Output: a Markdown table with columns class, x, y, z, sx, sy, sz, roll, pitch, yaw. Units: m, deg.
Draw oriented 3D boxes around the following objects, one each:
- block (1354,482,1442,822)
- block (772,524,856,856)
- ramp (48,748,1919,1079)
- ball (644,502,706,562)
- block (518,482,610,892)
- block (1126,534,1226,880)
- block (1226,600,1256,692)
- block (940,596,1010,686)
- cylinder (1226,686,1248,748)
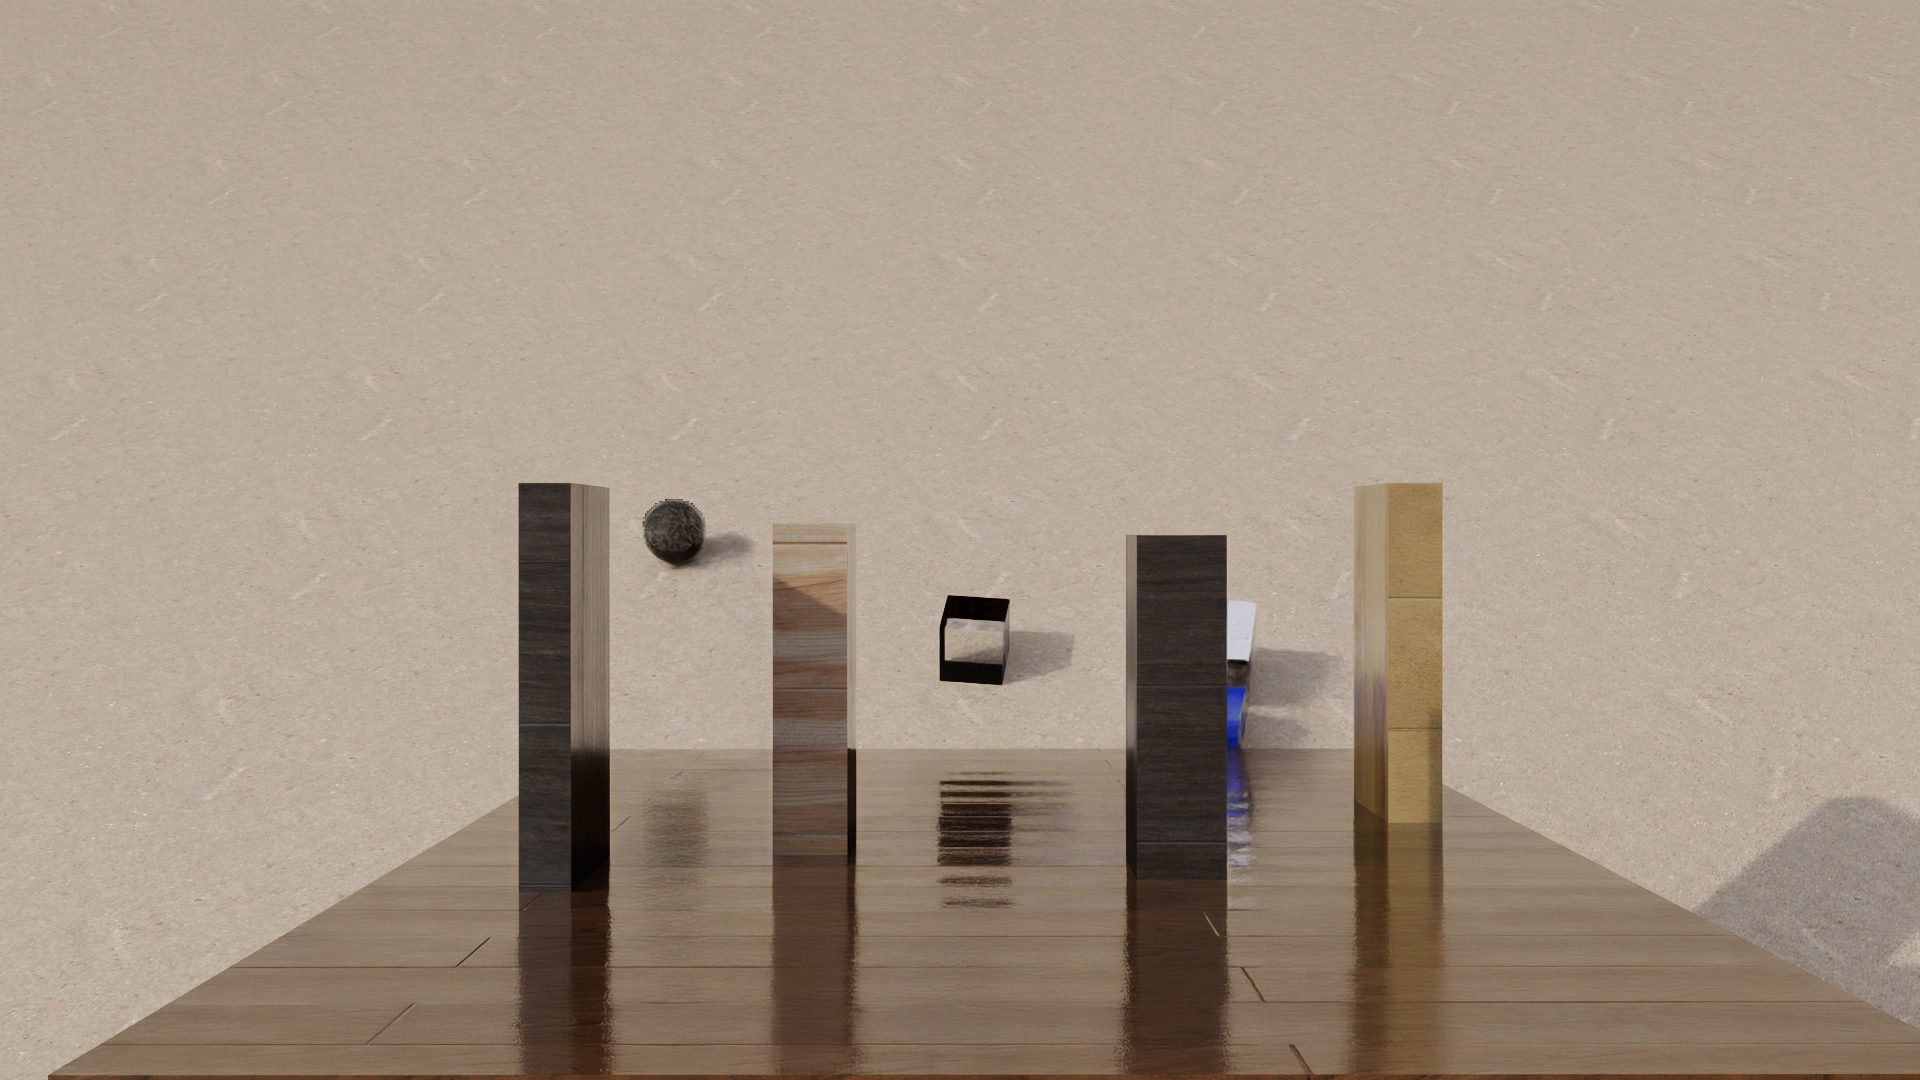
| class | x | y | z | sx | sy | sz | roll | pitch | yaw |
| --- | --- | --- | --- | --- | --- | --- | --- | --- | --- |
| block | 0.870 | 0.215 | 5.154 | 0.103 | 0.649 | 0.429 | 0 | 0 | 0 |
| block | -0.258 | 0.256 | 4.646 | 0.128 | 0.571 | 0.393 | 0 | 0 | 0 |
| ramp | 0.066 | 0.591 | 4.644 | 2.000 | 0.100 | 4.000 | 0 | 0 | 0 |
| ball | -0.842 | -0.023 | 7.625 | 0.181 | 0.181 | 0.181 | 0 | 30 | 0 |
| block | -0.640 | 0.227 | 4.206 | 0.081 | 0.631 | 0.445 | 0 | 0 | 0 |
| block | 0.354 | 0.267 | 4.266 | 0.144 | 0.550 | 0.266 | 0 | 0 | 0 |
| block | 0.688 | 0.300 | 6.980 | 0.199 | 0.199 | 0.199 | 5 | 49 | 10 |
| block | 0.041 | 0.274 | 7.108 | 0.172 | 0.172 | 0.172 | 4 | 30 | 6 |
| cylinder | 0.650 | 0.465 | 6.764 | 0.180 | 0.180 | 0.180 | 7 | 30 | 12 |
